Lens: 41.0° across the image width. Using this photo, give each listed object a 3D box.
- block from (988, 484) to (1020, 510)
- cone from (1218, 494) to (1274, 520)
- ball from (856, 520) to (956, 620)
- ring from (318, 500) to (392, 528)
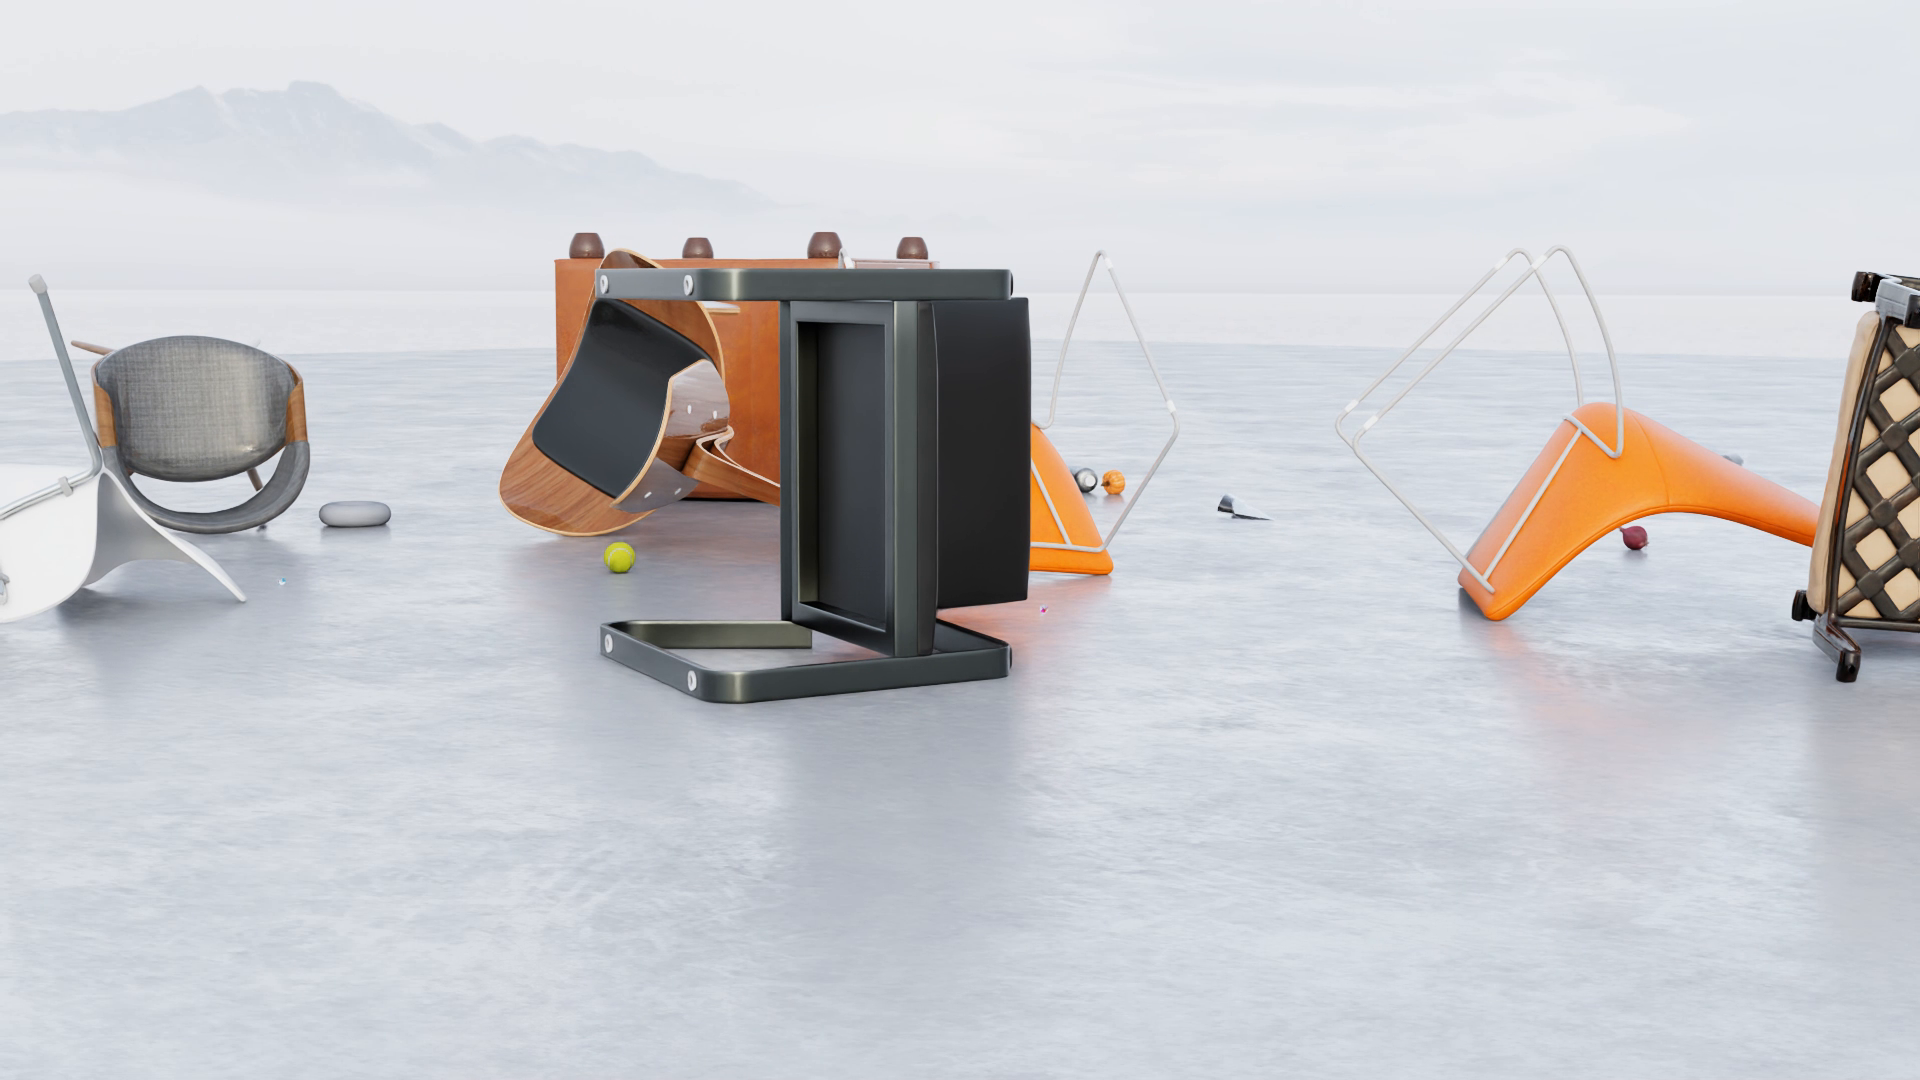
[{"bbox_3d":[0.125,-0.124,7.291,0.075,0.066,0.095,-1,6,-6],"label":"block"},{"bbox_3d":[0.786,-0.073,6.948,0.147,0.071,0.156,16,10,18],"label":"cone"},{"bbox_3d":[-0.104,0.058,4.914,0.191,0.191,0.191,0,6,0],"label":"ball"},{"bbox_3d":[-1.603,-0.069,6.800,0.171,0.059,0.195,7,8,44],"label":"ring"}]
